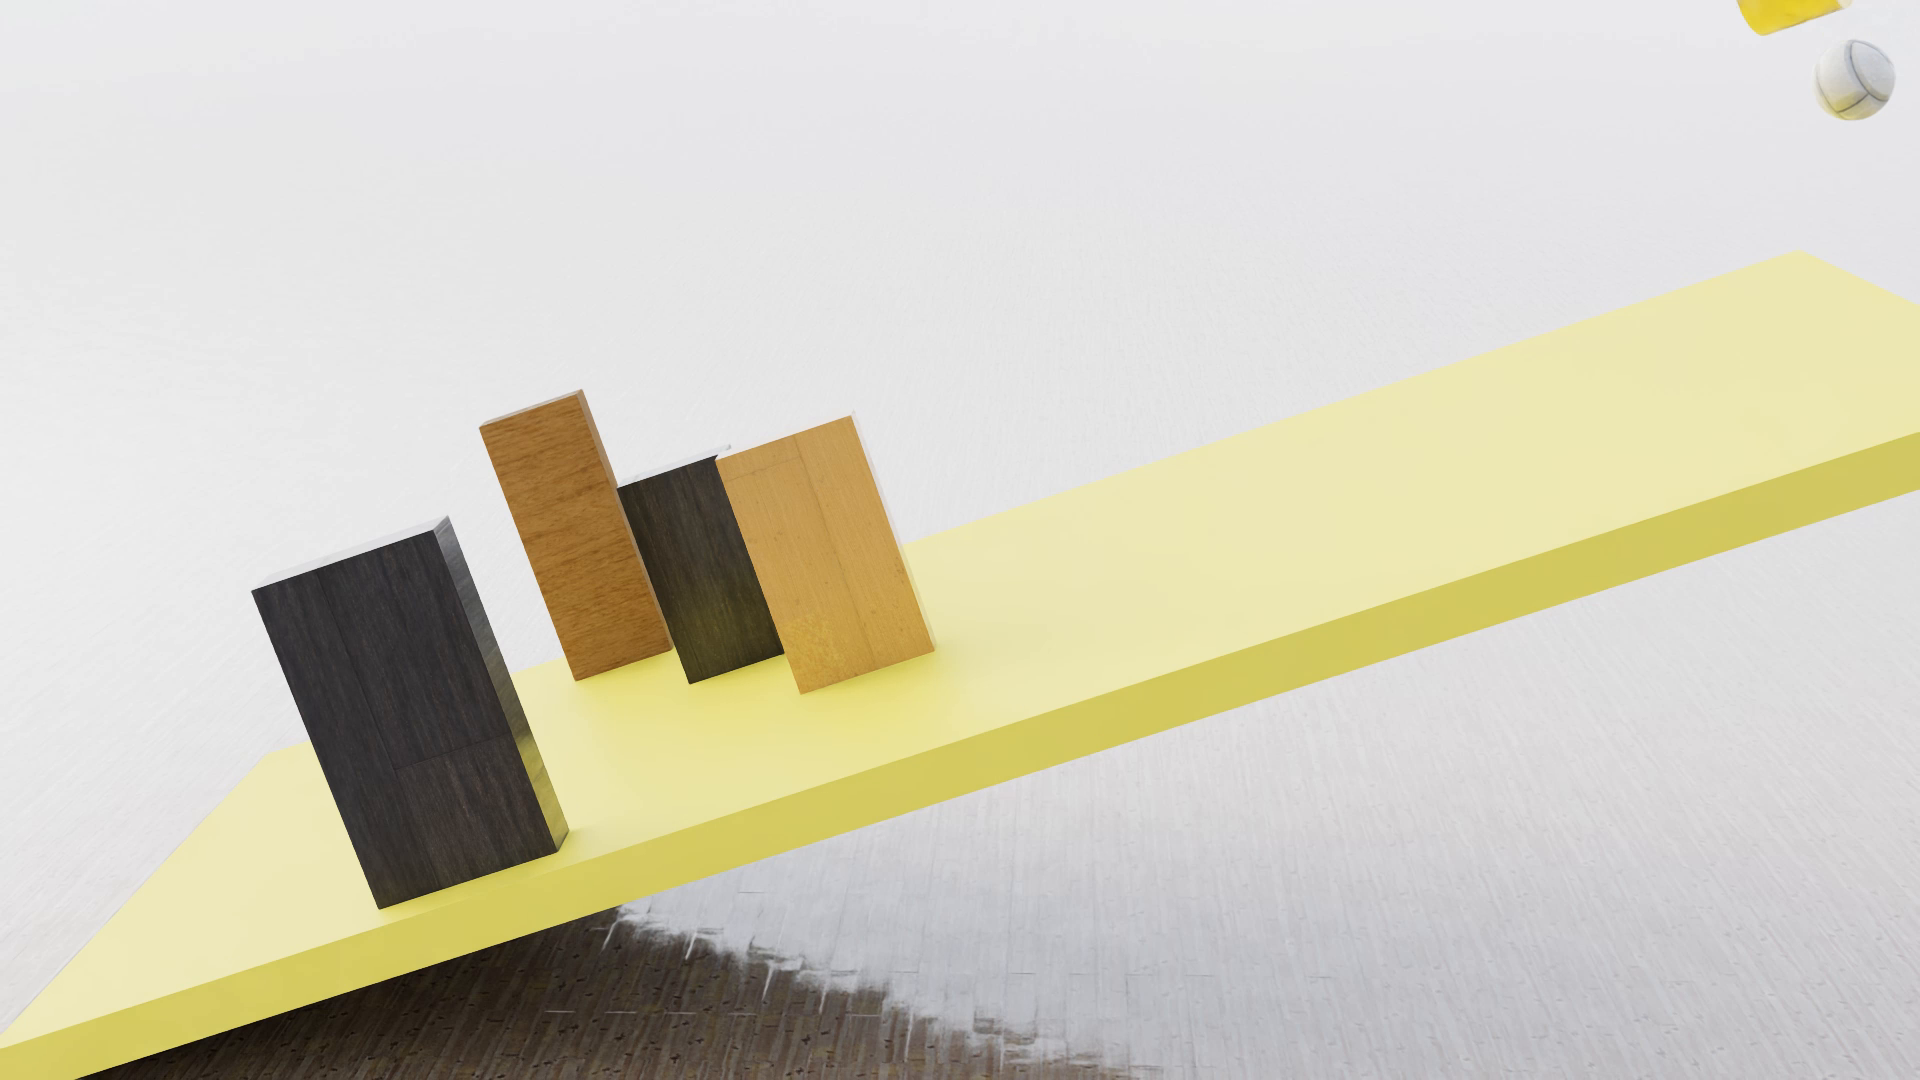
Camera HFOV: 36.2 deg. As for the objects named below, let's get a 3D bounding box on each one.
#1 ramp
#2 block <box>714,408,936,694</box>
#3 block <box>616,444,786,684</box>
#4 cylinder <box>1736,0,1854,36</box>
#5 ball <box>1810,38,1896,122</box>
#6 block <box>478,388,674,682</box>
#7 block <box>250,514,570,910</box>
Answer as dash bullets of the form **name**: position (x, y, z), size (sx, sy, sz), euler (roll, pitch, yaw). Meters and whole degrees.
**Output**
- **ramp**: position (0.108, 0.180, 6.304), size (4.000, 0.100, 2.000), euler (-18, 11, 6)
- **block**: position (-0.275, 0.025, 6.076), size (0.295, 0.522, 0.084), euler (-18, 11, 6)
- **block**: position (-0.558, 0.054, 6.559), size (0.255, 0.471, 0.109), euler (-18, 11, 6)
- **cylinder**: position (1.772, -1.191, 6.255), size (0.189, 0.189, 0.189), euler (-16, 0, 39)
- **ball**: position (1.787, -0.921, 5.885), size (0.164, 0.164, 0.164), euler (0, 12, 0)
- **block**: position (-0.907, -0.010, 6.998), size (0.248, 0.651, 0.086), euler (-18, 11, 6)
- **block**: position (-1.031, 0.326, 5.547), size (0.364, 0.654, 0.135), euler (-18, 11, 6)
